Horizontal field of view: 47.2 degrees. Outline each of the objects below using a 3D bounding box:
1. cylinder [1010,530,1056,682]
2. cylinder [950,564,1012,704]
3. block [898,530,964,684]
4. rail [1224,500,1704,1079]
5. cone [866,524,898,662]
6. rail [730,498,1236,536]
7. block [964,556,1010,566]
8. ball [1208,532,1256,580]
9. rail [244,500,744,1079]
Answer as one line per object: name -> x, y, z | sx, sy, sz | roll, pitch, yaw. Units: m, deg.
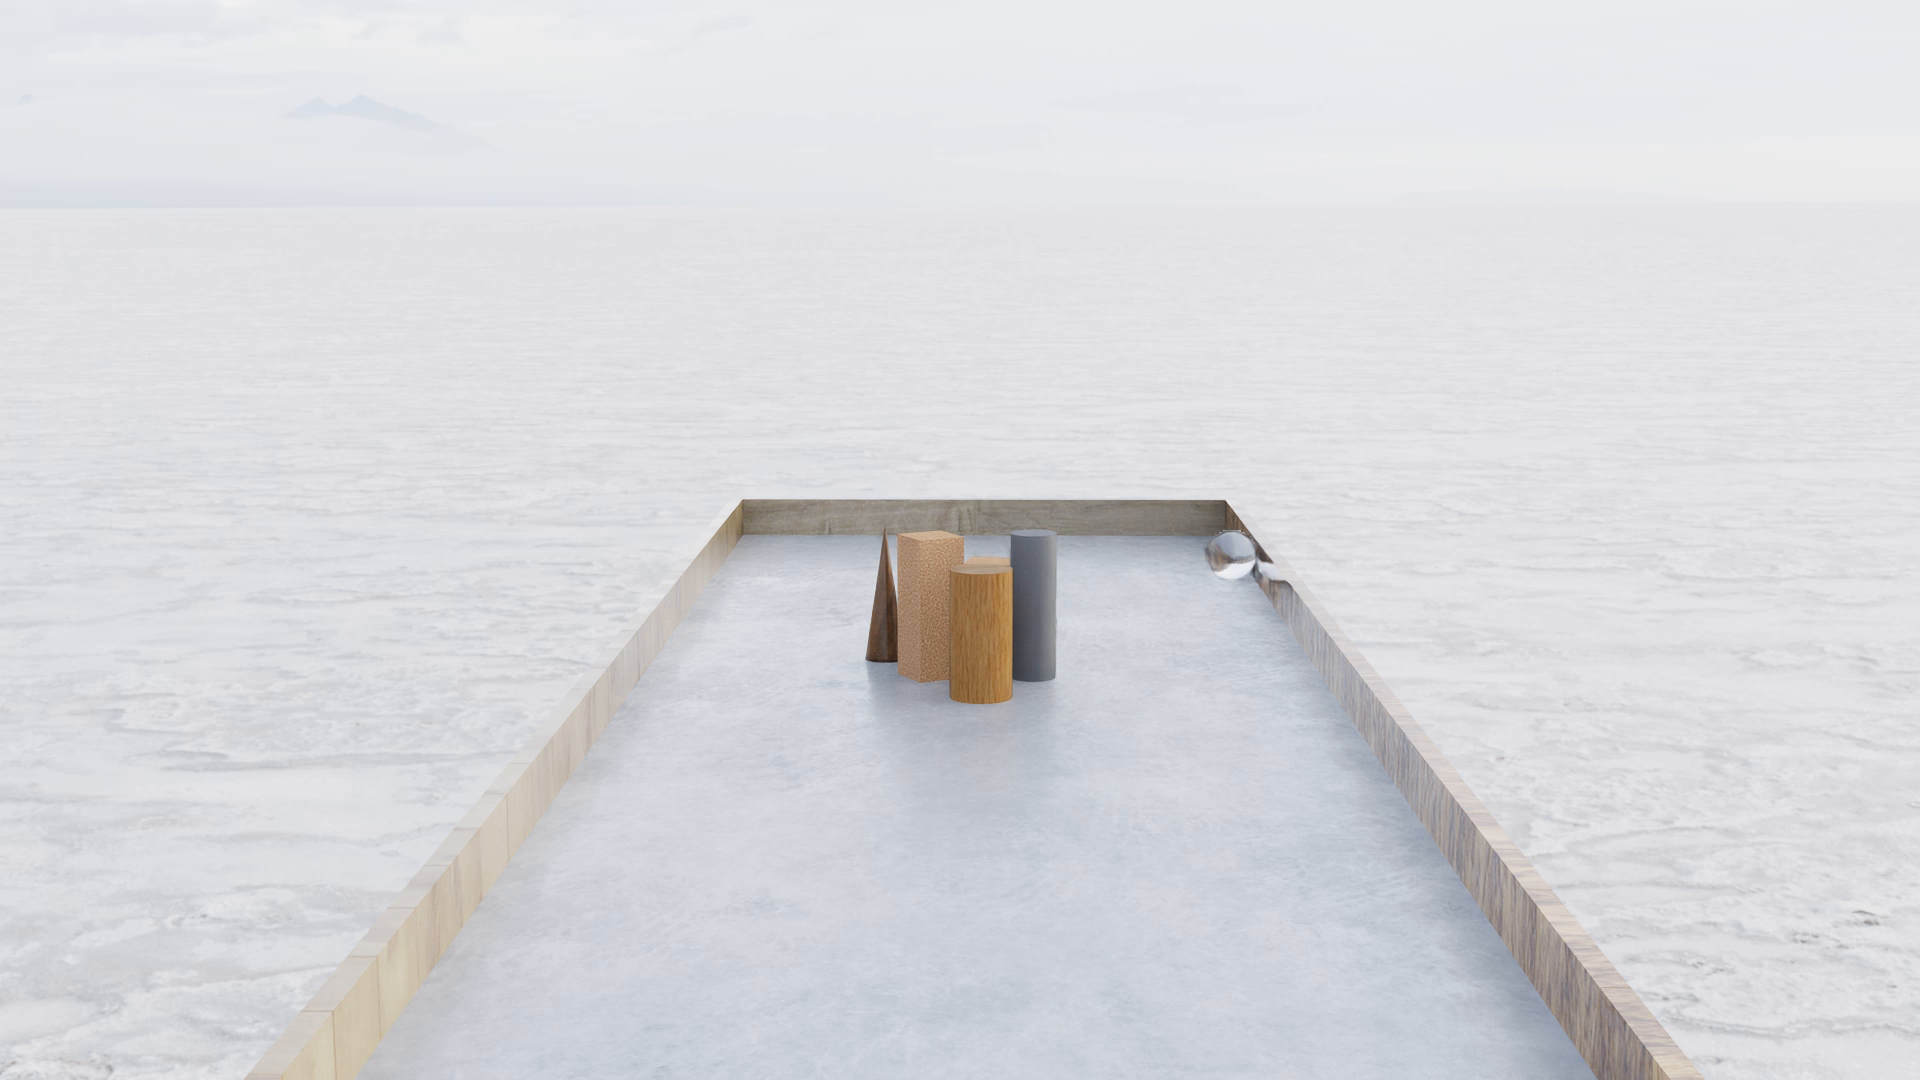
cylinder -> 0.214, 0.191, 6.435 | 0.136, 0.429, 0.136 | 0, 9, 0
cylinder -> 0.059, 0.262, 6.184 | 0.178, 0.367, 0.178 | 0, 9, 0
block -> -0.086, 0.194, 6.450 | 0.144, 0.419, 0.144 | -5, 10, -29
rail -> 1.046, 0.843, 3.208 | 0.050, 0.150, 12.000 | 0, 9, 1
cone -> -0.227, 0.156, 6.692 | 0.126, 0.417, 0.126 | 0, 9, 0
rail -> 0.099, -0.098, 9.147 | 2.100, 0.150, 0.050 | 0, 9, 1
block -> 0.092, 0.214, 6.683 | 0.140, 0.305, 0.140 | 2, 9, 10
ball -> 0.996, 0.059, 8.071 | 0.176, 0.176, 0.176 | 0, 9, 0
rail -> -1.004, 0.839, 3.234 | 0.050, 0.150, 12.000 | 0, 9, 1
